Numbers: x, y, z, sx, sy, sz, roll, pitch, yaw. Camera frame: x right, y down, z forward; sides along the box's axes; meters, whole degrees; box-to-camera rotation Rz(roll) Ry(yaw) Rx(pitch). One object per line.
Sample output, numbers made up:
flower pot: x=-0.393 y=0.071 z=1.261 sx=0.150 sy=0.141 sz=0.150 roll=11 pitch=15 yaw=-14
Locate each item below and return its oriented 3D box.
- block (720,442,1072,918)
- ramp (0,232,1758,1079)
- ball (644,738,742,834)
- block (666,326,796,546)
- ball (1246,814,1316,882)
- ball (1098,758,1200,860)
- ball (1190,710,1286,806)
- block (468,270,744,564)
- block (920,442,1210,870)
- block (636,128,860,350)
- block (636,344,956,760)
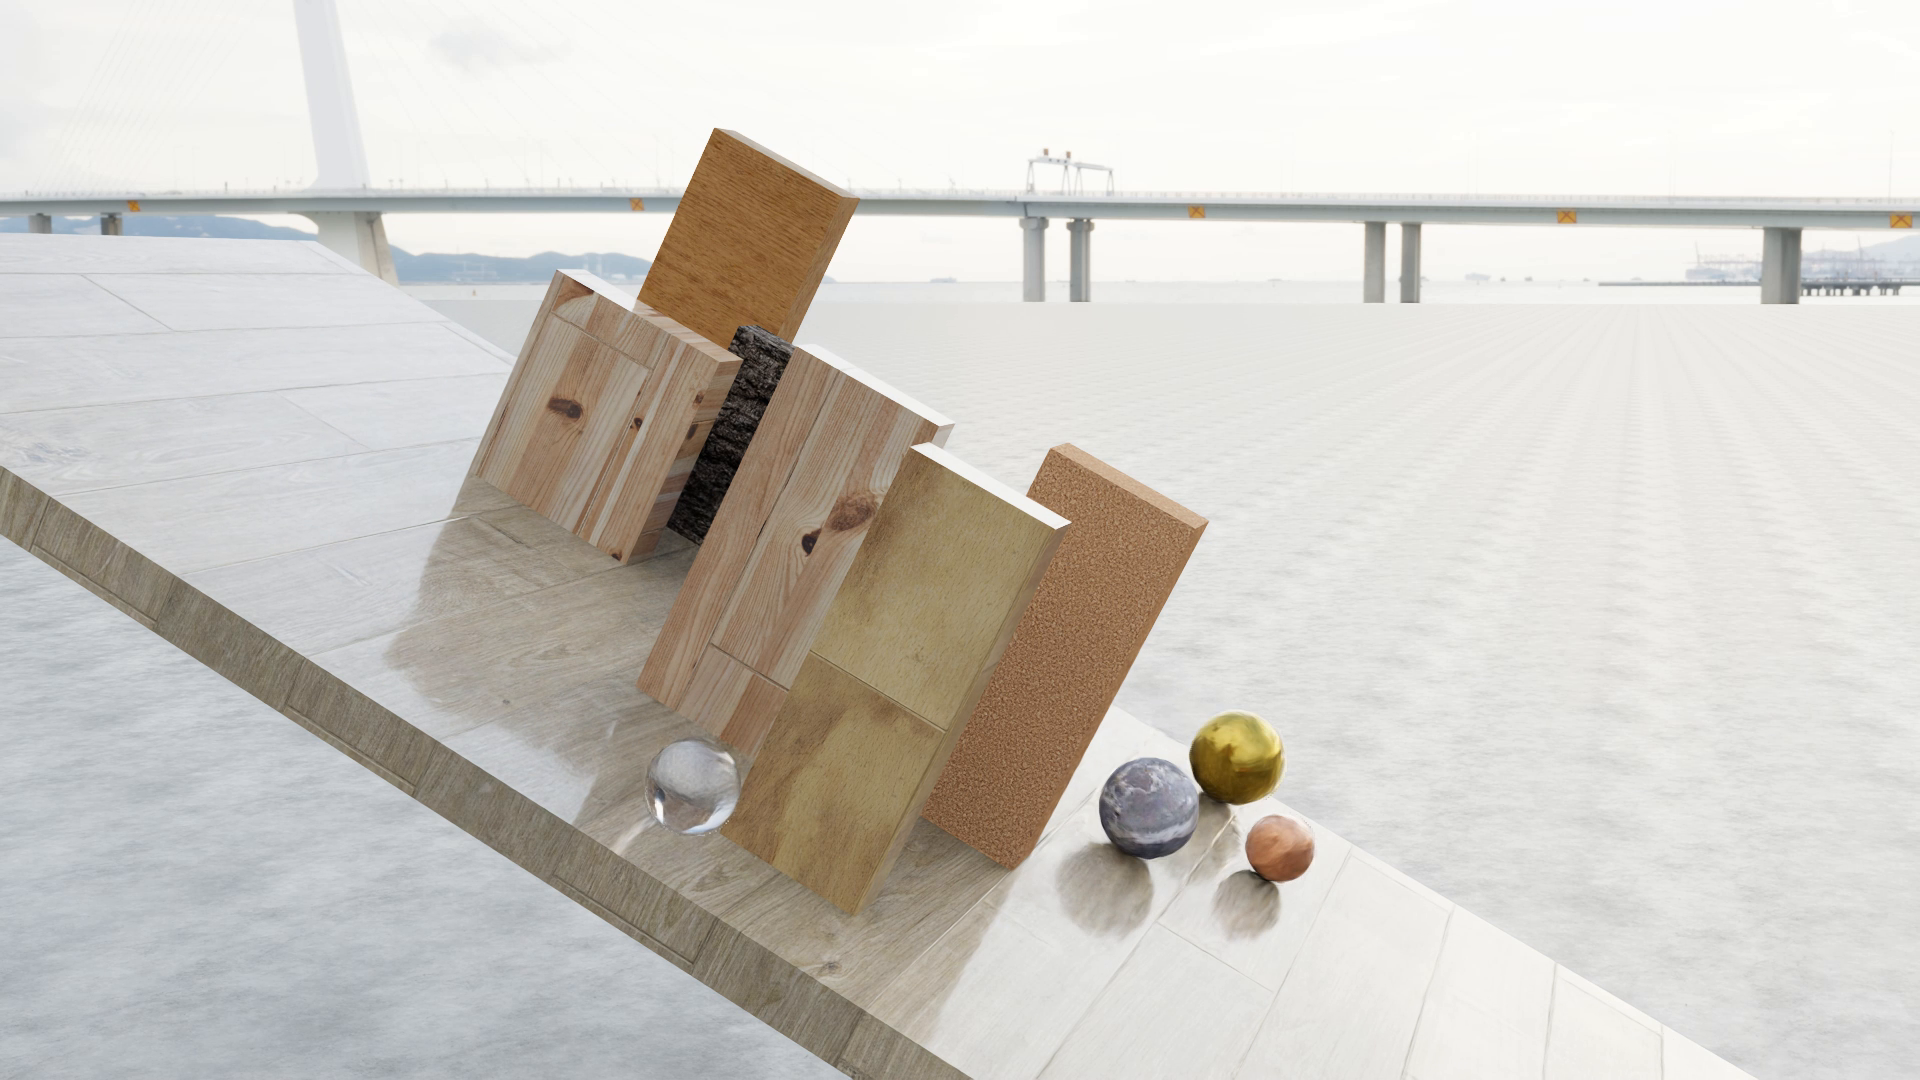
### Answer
block: x=-0.104 y=0.214 z=3.352 sx=0.252 sy=0.685 sz=0.093 roll=30 pitch=14 yaw=12
ramp: x=-0.229 y=0.383 z=4.151 sx=4.000 sy=0.100 sz=2.000 roll=30 pitch=14 yaw=12
ball: x=-0.407 y=0.374 z=3.345 sx=0.147 sy=0.147 sz=0.147 roll=0 pitch=7 yaw=0
block: x=-0.375 y=-0.155 z=4.663 sx=0.409 sy=0.459 sz=0.104 roll=30 pitch=14 yaw=12
ball: x=0.641 y=0.616 z=4.402 sx=0.138 sy=0.138 sz=0.138 roll=0 pitch=7 yaw=0
ball: x=0.359 y=0.508 z=4.166 sx=0.191 sy=0.191 sz=0.191 roll=0 pitch=7 yaw=0
ball: x=0.595 y=0.467 z=4.721 sx=0.205 sy=0.205 sz=0.205 roll=0 pitch=7 yaw=0
block: x=-0.711 y=-0.249 z=4.398 sx=0.388 sy=0.453 sz=0.119 roll=30 pitch=14 yaw=12
block: x=0.140 y=0.203 z=3.835 sx=0.282 sy=0.687 sz=0.127 roll=30 pitch=14 yaw=12
block: x=-0.553 y=-0.520 z=5.035 sx=0.343 sy=0.756 sz=0.119 roll=30 pitch=14 yaw=12
block: x=-0.285 y=0.028 z=3.737 sx=0.280 sy=0.664 sz=0.091 roll=30 pitch=14 yaw=12
